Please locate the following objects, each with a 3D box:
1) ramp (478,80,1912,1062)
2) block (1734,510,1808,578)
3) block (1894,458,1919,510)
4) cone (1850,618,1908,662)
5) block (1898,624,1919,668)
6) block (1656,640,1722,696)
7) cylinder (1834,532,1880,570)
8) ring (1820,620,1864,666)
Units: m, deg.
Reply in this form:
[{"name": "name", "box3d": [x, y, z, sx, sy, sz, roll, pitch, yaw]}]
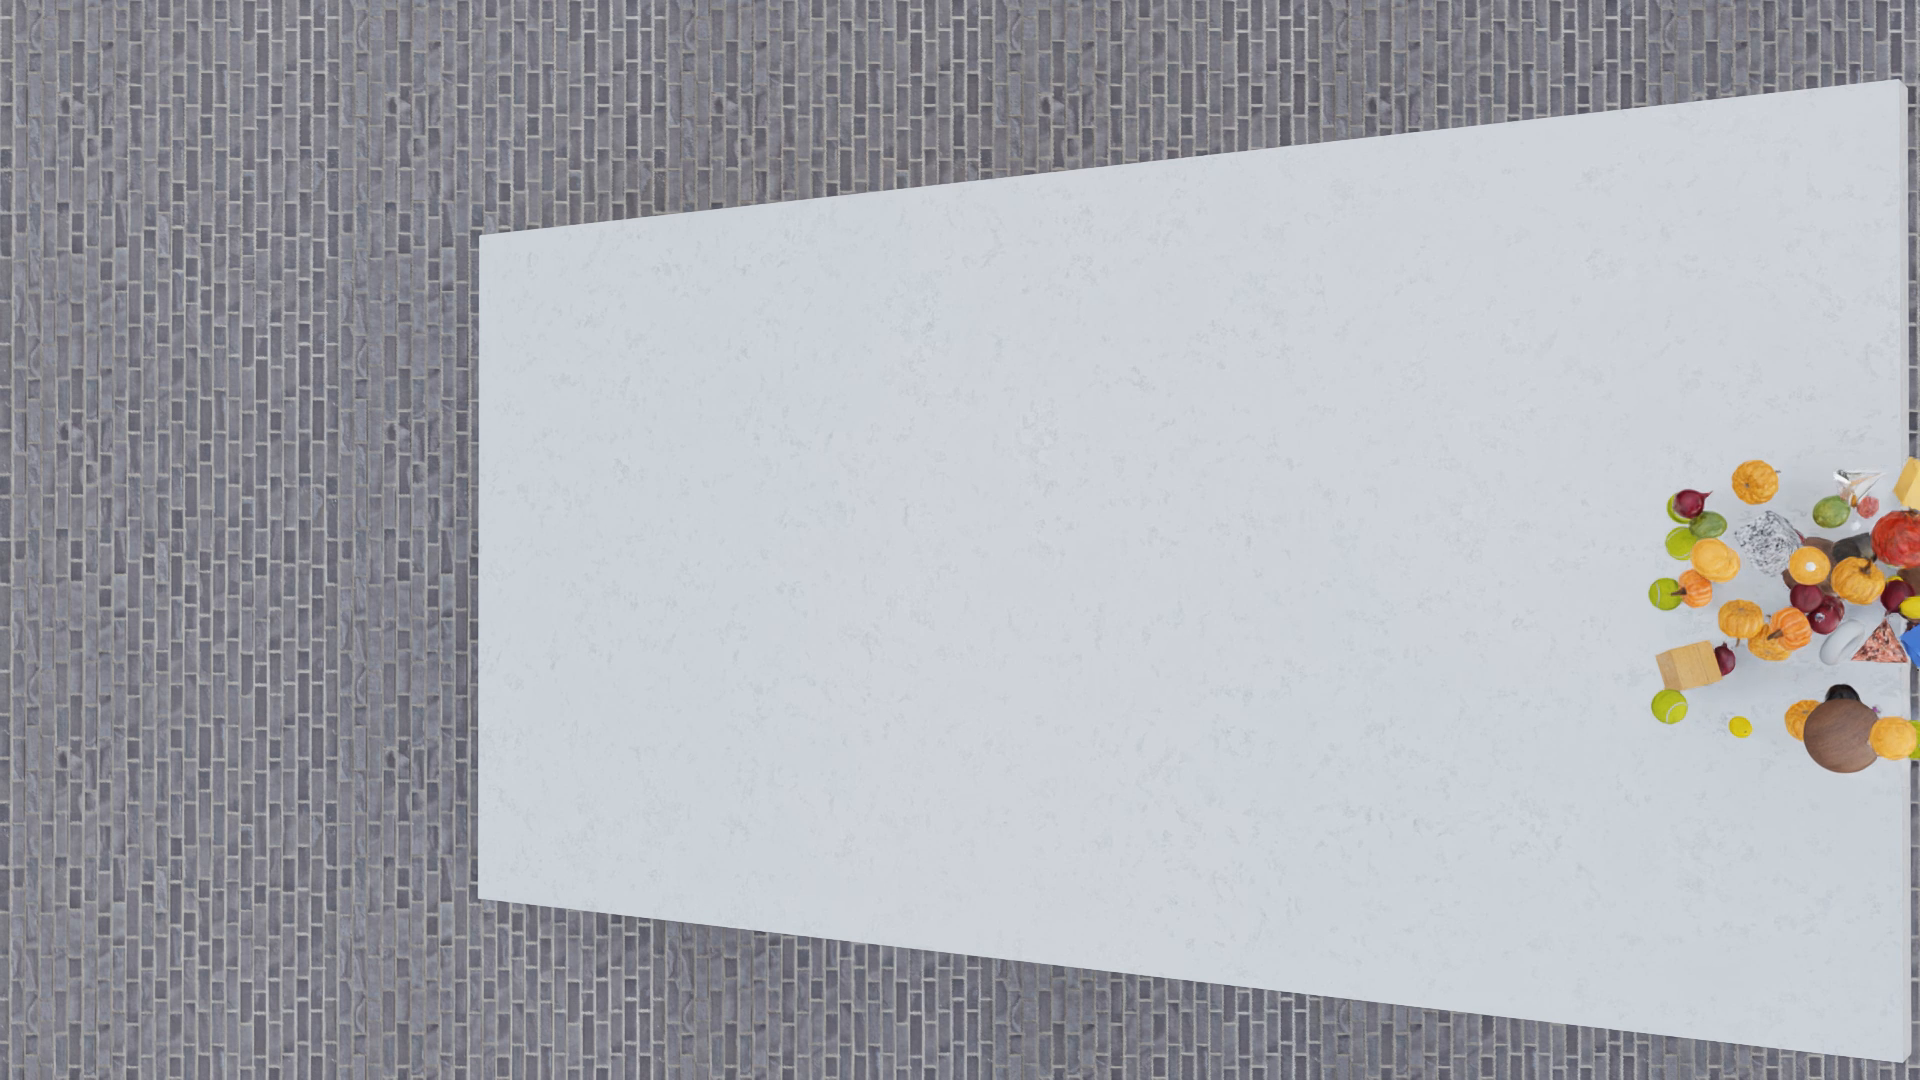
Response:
[{"name": "ramp", "box3d": [0.258, 0.071, 5.594, 4.000, 0.100, 2.000, 0, 89, 33]}, {"name": "block", "box3d": [1.567, 0.007, 4.249, 0.083, 0.083, 0.083, -40, 50, 29]}, {"name": "block", "box3d": [1.446, -0.080, 3.298, 0.058, 0.058, 0.058, 17, 115, 2]}, {"name": "cone", "box3d": [1.416, 0.172, 3.411, 0.076, 0.076, 0.076, -29, 90, 21]}, {"name": "block", "box3d": [1.748, 0.194, 3.960, 0.066, 0.066, 0.066, -35, 116, 8]}, {"name": "block", "box3d": [1.508, 0.265, 4.550, 0.087, 0.087, 0.087, -13, 79, -6]}, {"name": "cylinder", "box3d": [1.801, 0.022, 4.416, 0.063, 0.063, 0.063, -13, 89, -31]}, {"name": "ring", "box3d": [1.530, 0.178, 3.814, 0.095, 0.095, 0.032, -44, 57, 0]}]
